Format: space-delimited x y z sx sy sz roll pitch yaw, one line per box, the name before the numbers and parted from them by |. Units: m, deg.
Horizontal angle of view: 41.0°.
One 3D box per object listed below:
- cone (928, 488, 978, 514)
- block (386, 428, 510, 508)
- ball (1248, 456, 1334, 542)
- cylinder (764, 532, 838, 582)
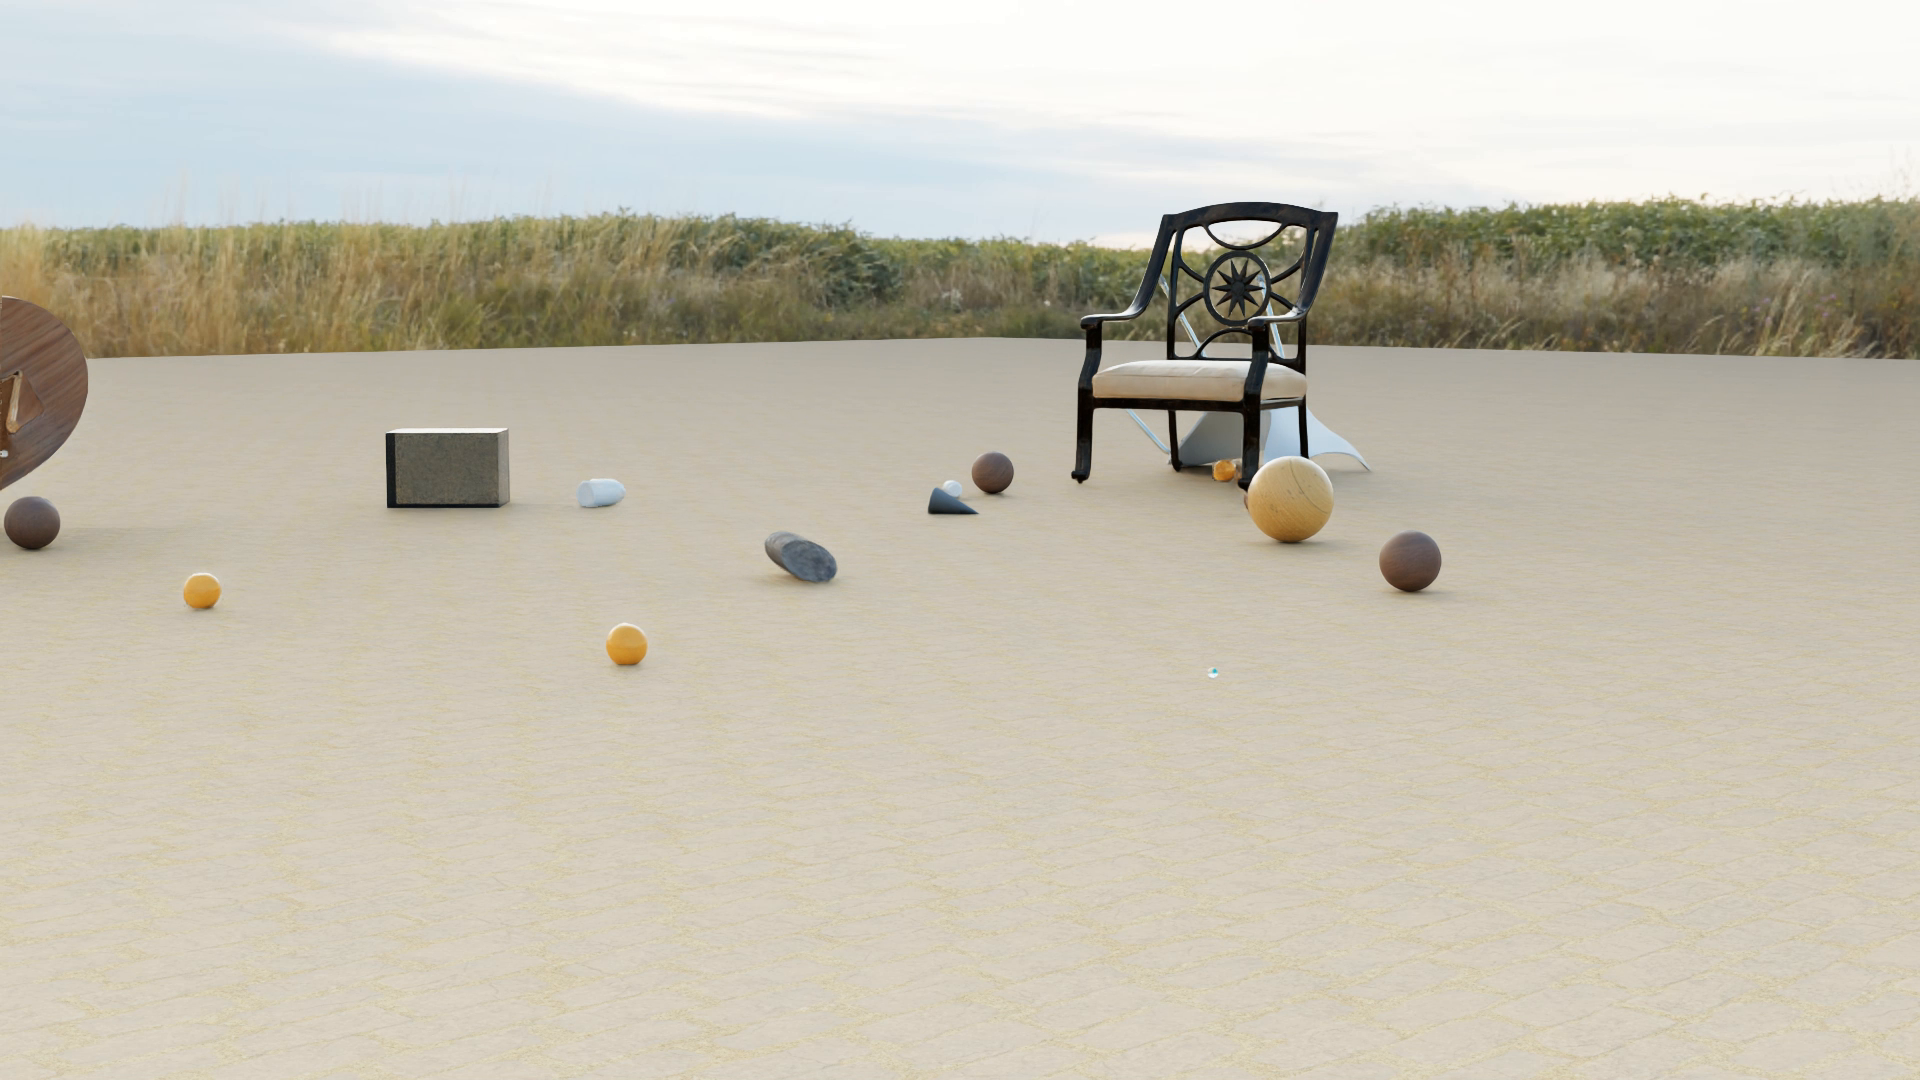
cone | -0.010 -0.091 7.120 0.140 0.075 0.082 17 -12 11
block | -1.473 -0.208 7.387 0.317 0.214 0.204 0 6 -1
ball | 0.819 -0.101 6.352 0.214 0.214 0.214 0 6 0
cylinder | -0.349 0.036 5.612 0.132 0.081 0.191 25 -1 -16
